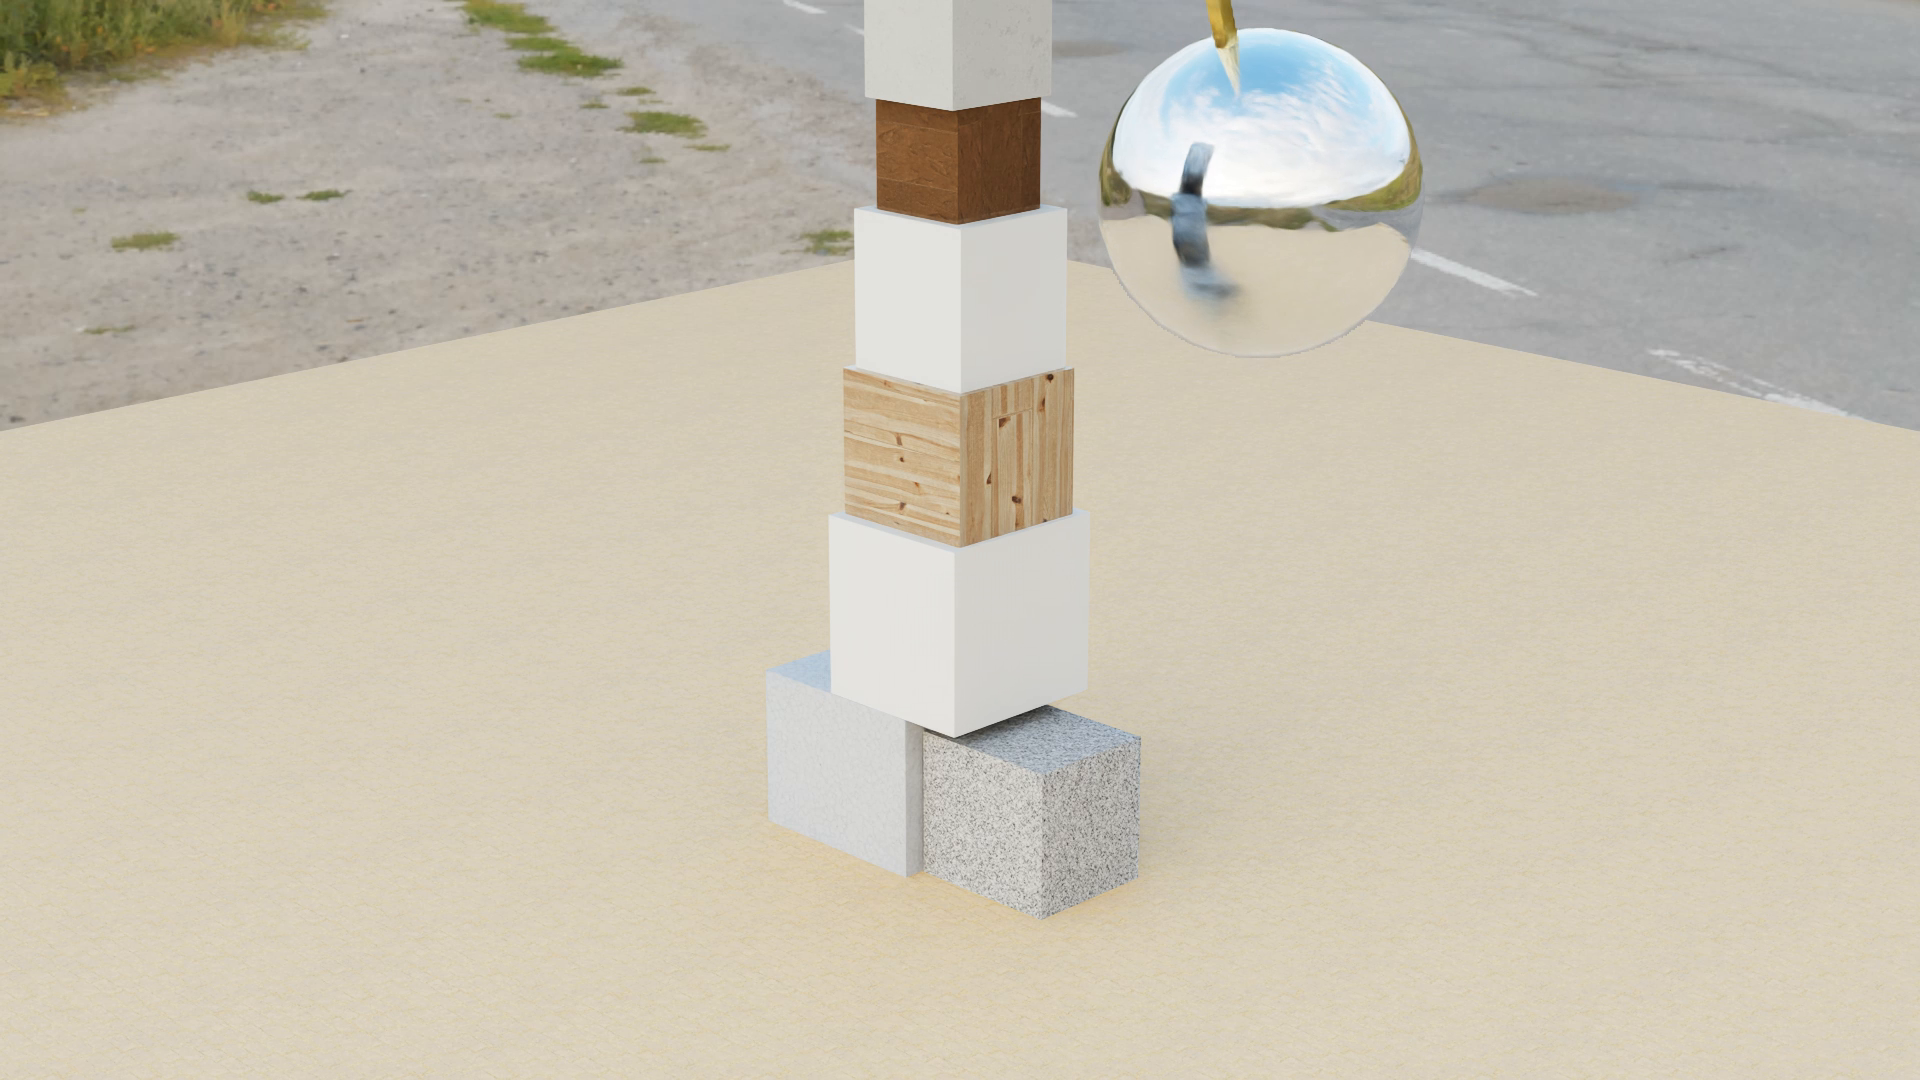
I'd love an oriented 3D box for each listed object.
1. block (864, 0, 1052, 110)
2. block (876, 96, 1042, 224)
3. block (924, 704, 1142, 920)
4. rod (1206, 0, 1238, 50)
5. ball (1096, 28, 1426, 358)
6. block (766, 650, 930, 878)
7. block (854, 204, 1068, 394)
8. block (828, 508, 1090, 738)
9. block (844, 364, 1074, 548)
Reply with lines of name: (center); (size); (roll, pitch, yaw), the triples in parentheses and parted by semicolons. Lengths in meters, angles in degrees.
block: (-0.007, -2.193, 12.645); (0.605, 0.557, 0.537); (-17, 24, -42)
block: (-0.007, -1.691, 12.803); (0.512, 0.496, 0.503); (-17, 24, -42)
block: (0.325, 1.206, 13.352); (0.645, 0.692, 0.744); (-17, 24, -42)
rod: (0.636, -4.491, 12.596); (0.080, 5.200, 0.080); (17, 44, 42)
ball: (1.467, -1.697, 14.346); (1.600, 1.600, 1.600); (0, 17, 0)
block: (-0.258, 0.982, 13.939); (0.916, 0.768, 0.947); (-17, 24, -42)
block: (0.004, -1.115, 12.995); (0.662, 0.717, 0.663); (-17, 24, -42)
block: (-0.002, 0.289, 13.431); (0.872, 0.859, 0.806); (-17, 24, -42)
block: (-0.006, -0.445, 13.196); (0.724, 0.682, 0.736); (-17, 24, -42)
